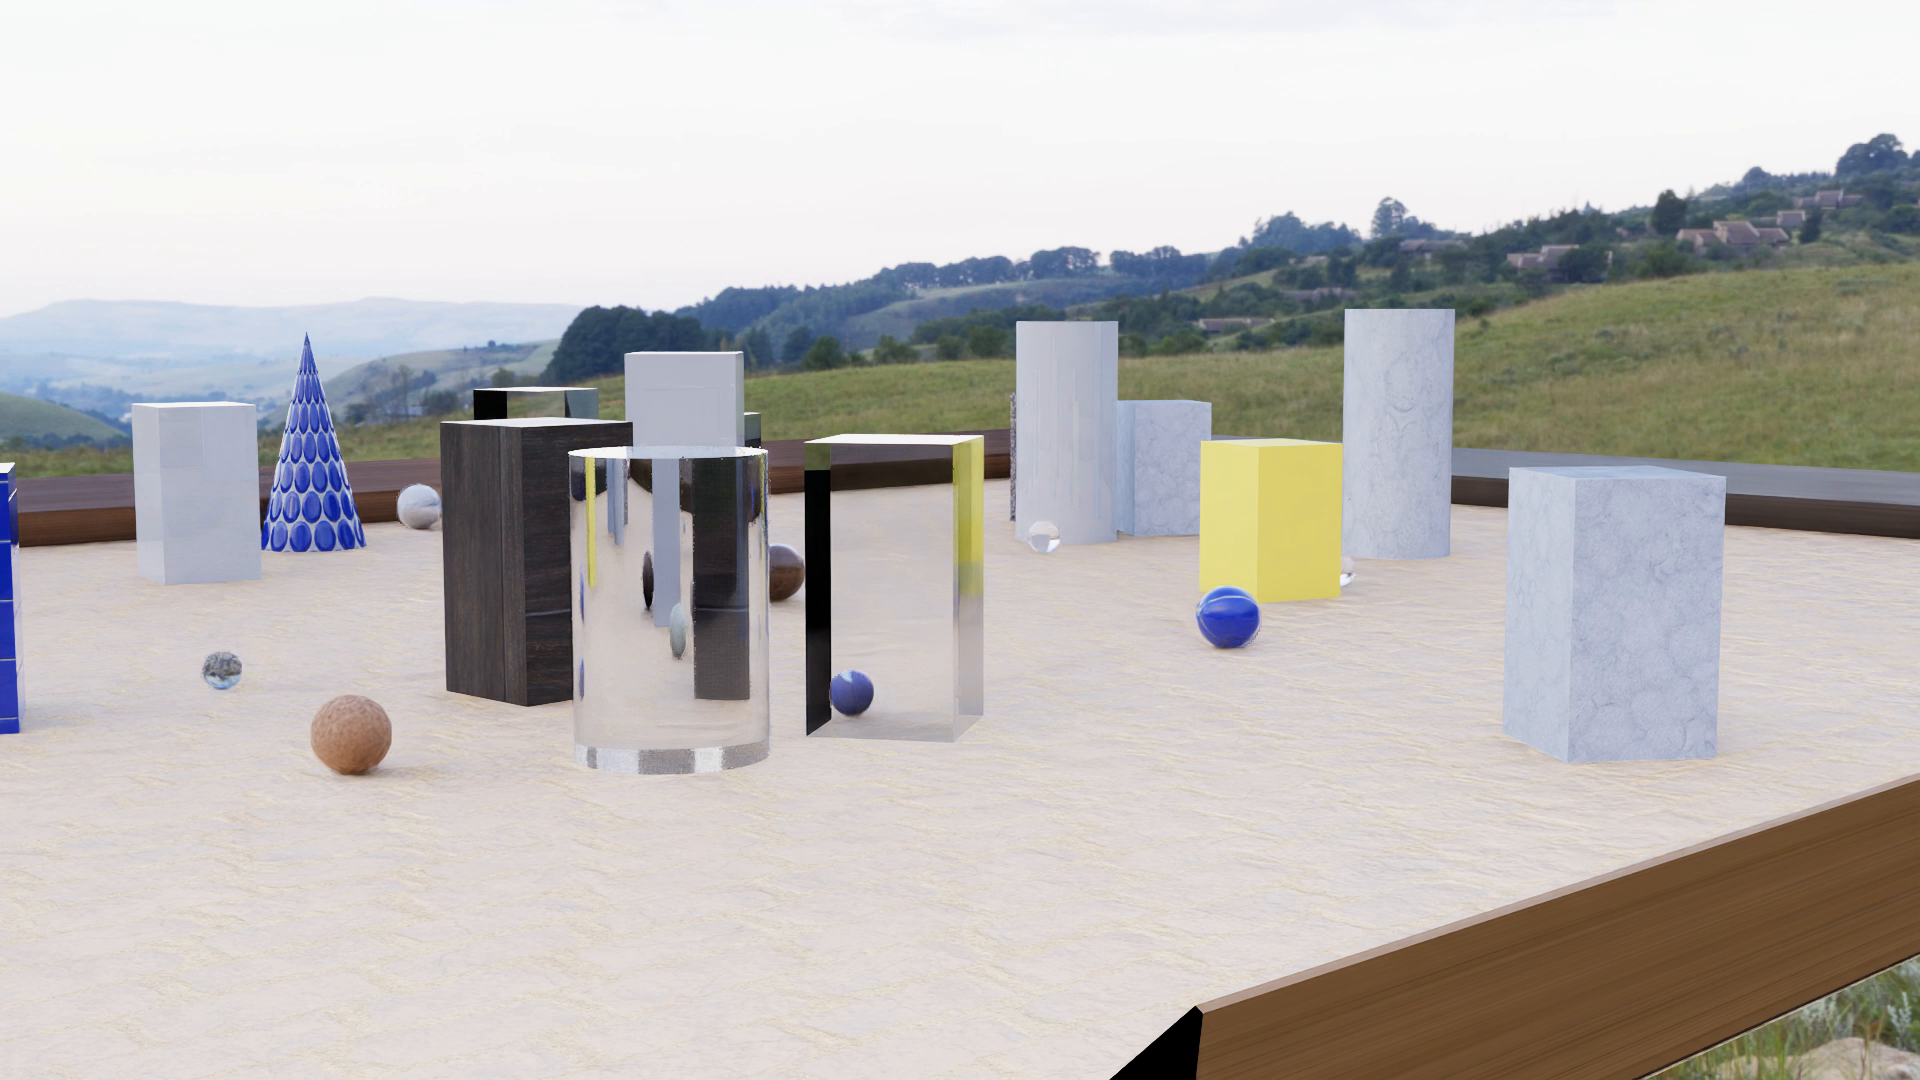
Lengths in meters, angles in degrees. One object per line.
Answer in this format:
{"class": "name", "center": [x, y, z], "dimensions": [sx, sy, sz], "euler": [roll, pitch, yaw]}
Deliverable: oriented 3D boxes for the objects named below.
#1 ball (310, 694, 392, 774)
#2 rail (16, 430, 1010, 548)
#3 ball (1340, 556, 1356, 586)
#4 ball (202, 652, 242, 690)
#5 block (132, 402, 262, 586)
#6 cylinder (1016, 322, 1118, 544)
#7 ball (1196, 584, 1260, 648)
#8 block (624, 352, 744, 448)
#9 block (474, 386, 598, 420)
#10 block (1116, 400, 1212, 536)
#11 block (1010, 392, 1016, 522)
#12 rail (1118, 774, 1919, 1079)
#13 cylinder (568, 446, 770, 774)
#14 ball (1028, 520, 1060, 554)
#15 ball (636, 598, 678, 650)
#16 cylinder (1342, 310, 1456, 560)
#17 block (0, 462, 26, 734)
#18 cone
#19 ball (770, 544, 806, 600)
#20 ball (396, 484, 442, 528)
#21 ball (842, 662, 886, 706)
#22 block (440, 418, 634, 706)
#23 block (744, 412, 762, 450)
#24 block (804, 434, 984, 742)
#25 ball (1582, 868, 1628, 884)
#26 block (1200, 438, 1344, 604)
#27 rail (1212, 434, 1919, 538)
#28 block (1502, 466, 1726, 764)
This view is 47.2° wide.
{"class": "ball", "center": [-0.586, 0.187, 2.120], "dimensions": [0.076, 0.076, 0.076], "euler": [0, 6, 0]}
{"class": "rail", "center": [-1.200, -0.102, 4.625], "dimensions": [4.052, 0.128, 0.045], "euler": [-5, 8, -42]}
{"class": "ball", "center": [0.614, 0.050, 3.556], "dimensions": [0.051, 0.051, 0.051], "euler": [0, 6, 0]}
{"class": "ball", "center": [-0.868, 0.154, 2.588], "dimensions": [0.045, 0.045, 0.045], "euler": [0, 6, 0]}
{"class": "block", "center": [-1.271, -0.081, 3.661], "dimensions": [0.158, 0.289, 0.158], "euler": [-4, 7, -35]}
{"class": "cylinder", "center": [0.207, -0.212, 4.274], "dimensions": [0.197, 0.423, 0.197], "euler": [0, 6, 0]}
{"class": "ball", "center": [0.354, 0.101, 2.904], "dimensions": [0.084, 0.084, 0.084], "euler": [0, 6, 0]}
{"class": "block", "center": [-0.401, -0.084, 3.237], "dimensions": [0.158, 0.382, 0.158], "euler": [0, 6, -1]}
{"class": "block", "center": [-0.769, -0.123, 4.003], "dimensions": [0.158, 0.302, 0.158], "euler": [4, 7, 31]}
{"class": "block", "center": [0.406, -0.148, 4.440], "dimensions": [0.158, 0.261, 0.158], "euler": [-1, 6, -12]}
{"class": "block", "center": [0.218, -0.177, 4.657], "dimensions": [0.158, 0.273, 0.158], "euler": [5, 8, 41]}
{"class": "rail", "center": [1.200, 0.168, 2.038], "dimensions": [4.052, 0.128, 0.045], "euler": [-5, 8, -42]}
{"class": "cylinder", "center": [-0.289, 0.064, 2.197], "dimensions": [0.197, 0.305, 0.197], "euler": [0, 6, 0]}
{"class": "ball", "center": [0.154, -0.006, 4.041], "dimensions": [0.060, 0.060, 0.060], "euler": [0, 6, 0]}
{"class": "ball", "center": [-0.405, 0.110, 2.883], "dimensions": [0.070, 0.070, 0.070], "euler": [0, 6, 0]}
{"class": "cylinder", "center": [0.799, -0.197, 4.016], "dimensions": [0.197, 0.446, 0.197], "euler": [0, 6, 0]}
{"class": "block", "center": [-1.095, 0.062, 2.354], "dimensions": [0.158, 0.276, 0.158], "euler": [-2, 6, -20]}
{"class": "cone", "center": [-1.223, -0.190, 4.137], "dimensions": [0.197, 0.407, 0.197], "euler": [0, 6, 0]}
{"class": "ball", "center": [-0.281, 0.050, 3.381], "dimensions": [0.088, 0.088, 0.088], "euler": [0, 6, 0]}
{"class": "ball", "center": [-1.105, -0.068, 4.494], "dimensions": [0.090, 0.090, 0.090], "euler": [0, 6, 0]}
{"class": "ball", "center": [-0.108, 0.162, 2.478], "dimensions": [0.051, 0.051, 0.051], "euler": [0, 6, 0]}
{"class": "block", "center": [-0.492, 0.020, 2.570], "dimensions": [0.158, 0.315, 0.158], "euler": [5, 8, 42]}
{"class": "block", "center": [-0.503, -0.132, 4.393], "dimensions": [0.158, 0.239, 0.158], "euler": [2, 6, 21]}
{"class": "block", "center": [-0.068, 0.046, 2.348], "dimensions": [0.158, 0.309, 0.158], "euler": [1, 6, 12]}
{"class": "ball", "center": [0.431, 0.255, 1.418], "dimensions": [0.086, 0.086, 0.086], "euler": [0, 6, 0]}
{"class": "block", "center": [0.486, -0.033, 3.446], "dimensions": [0.158, 0.239, 0.158], "euler": [-3, 7, -27]}
{"class": "rail", "center": [1.471, -0.108, 4.682], "dimensions": [0.045, 0.128, 3.587], "euler": [-5, 8, -42]}
{"class": "block", "center": [0.664, 0.071, 2.245], "dimensions": [0.158, 0.281, 0.158], "euler": [-1, 6, -9]}
